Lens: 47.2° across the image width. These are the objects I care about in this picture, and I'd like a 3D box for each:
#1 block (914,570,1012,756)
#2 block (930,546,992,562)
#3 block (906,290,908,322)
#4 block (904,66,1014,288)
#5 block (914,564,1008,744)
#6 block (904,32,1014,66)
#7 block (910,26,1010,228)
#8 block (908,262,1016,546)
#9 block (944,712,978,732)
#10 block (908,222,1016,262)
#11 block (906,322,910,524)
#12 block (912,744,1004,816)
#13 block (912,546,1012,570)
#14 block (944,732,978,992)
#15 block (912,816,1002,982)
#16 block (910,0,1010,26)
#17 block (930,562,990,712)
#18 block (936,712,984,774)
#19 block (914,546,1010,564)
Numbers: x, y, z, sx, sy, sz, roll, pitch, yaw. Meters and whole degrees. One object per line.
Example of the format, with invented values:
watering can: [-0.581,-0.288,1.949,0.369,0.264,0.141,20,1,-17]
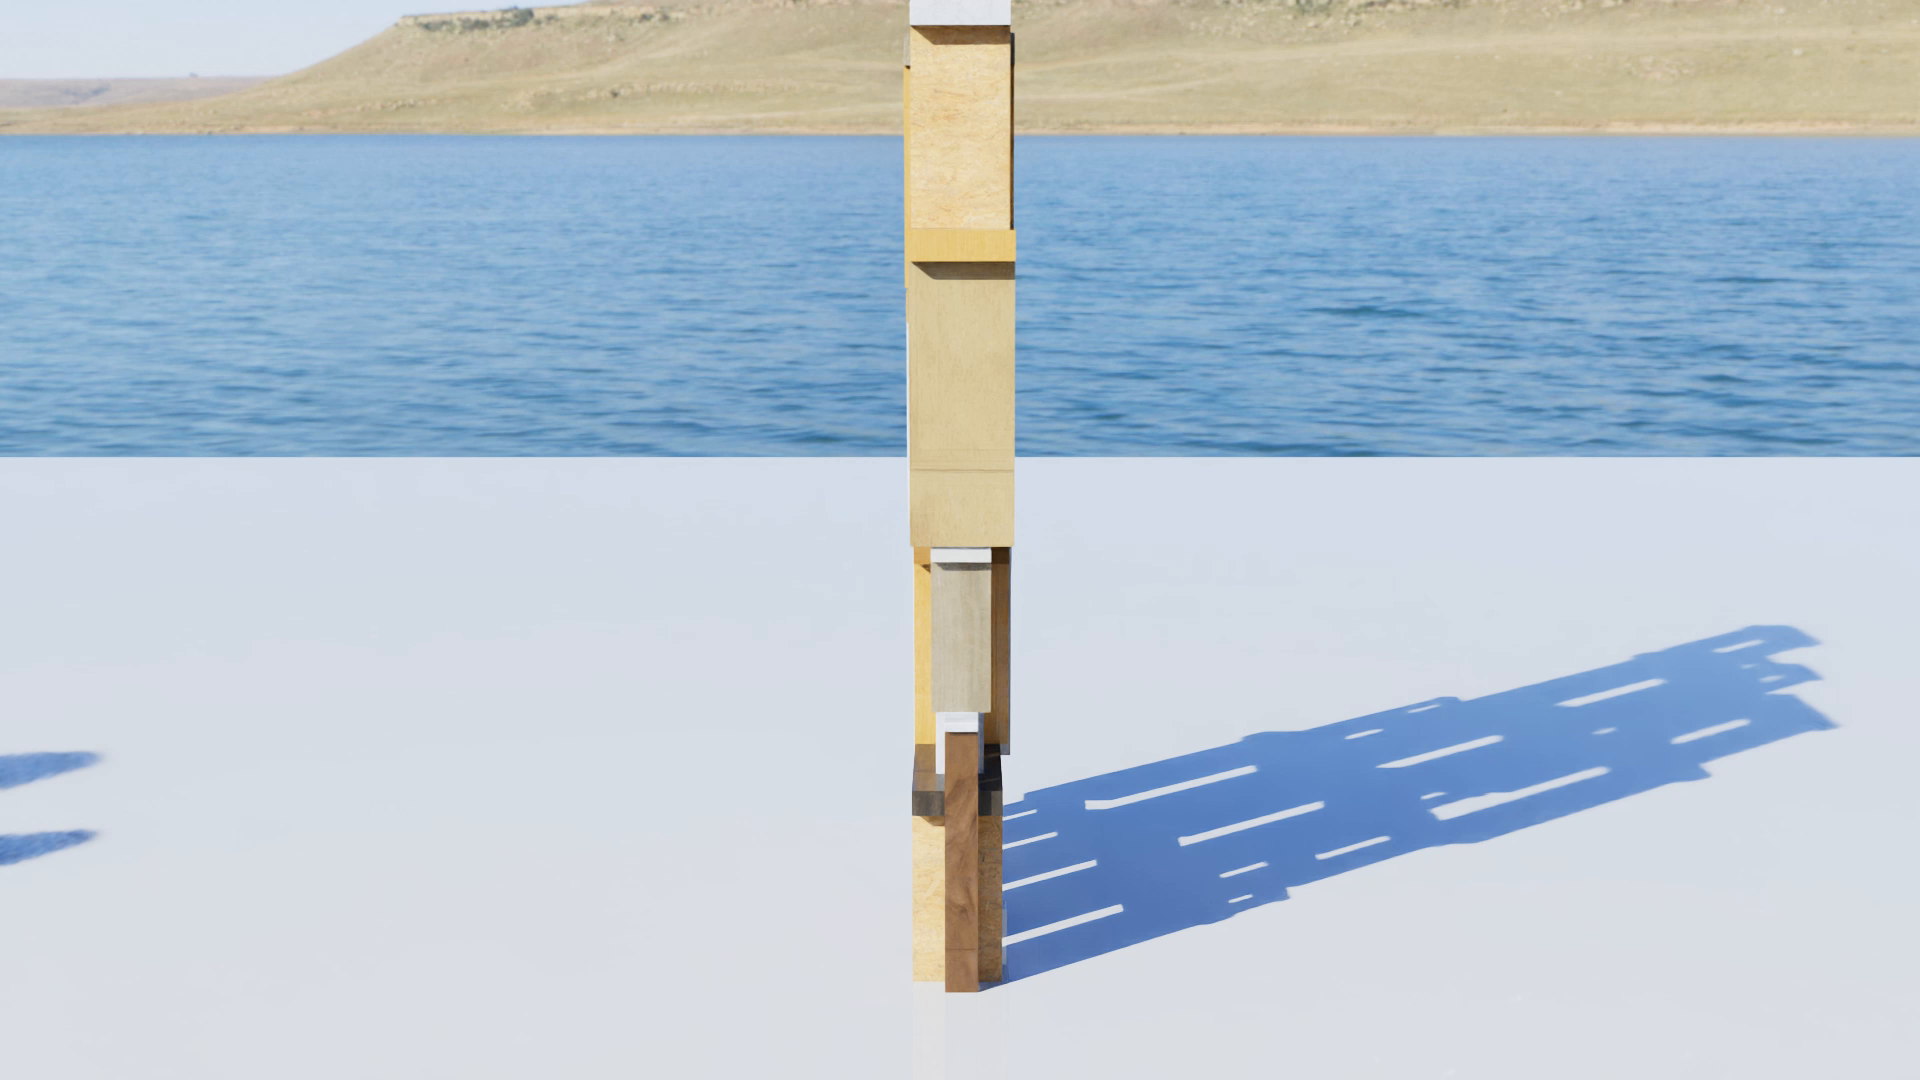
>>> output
block: [0.004,0.203,3.764,0.165,0.330,0.047,0,11,0]
block: [0.001,0.004,3.245,0.087,0.025,0.174,0,11,0]
block: [-0.003,-0.388,3.554,0.160,0.045,0.320,0,11,0]
block: [-0.001,-0.577,3.503,0.173,0.346,0.049,0,11,0]
block: [0.002,0.172,3.449,0.147,0.293,0.042,0,10,0]
block: [-0.003,-0.793,3.581,0.173,0.049,0.346,0,11,0]
block: [0.000,-0.583,3.108,0.139,0.279,0.040,0,10,0]
block: [0.003,-0.195,3.133,0.149,0.408,0.042,0,11,0]
block: [0.002,0.261,3.211,0.048,0.014,0.096,0,10,0]
block: [0.003,-0.434,3.190,0.149,0.042,0.299,0,10,0]
block: [-0.003,-0.188,3.483,0.160,0.320,0.045,0,11,0]
block: [-0.004,0.361,3.342,0.133,0.038,0.266,0,11,0]
block: [0.004,-0.003,3.838,0.165,0.047,0.330,0,11,0]
block: [0.002,0.470,3.217,0.048,0.400,0.014,0,10,0]
block: [-0.004,0.526,3.283,0.133,0.266,0.038,0,11,0]
block: [0.001,-0.756,3.171,0.140,0.040,0.279,0,10,0]
block: [0.001,0.138,3.211,0.087,0.227,0.025,0,10,0]
block: [0.000,0.278,3.292,0.072,0.143,0.020,0,11,0]
block: [0.002,-0.010,3.515,0.147,0.042,0.293,0,11,0]
